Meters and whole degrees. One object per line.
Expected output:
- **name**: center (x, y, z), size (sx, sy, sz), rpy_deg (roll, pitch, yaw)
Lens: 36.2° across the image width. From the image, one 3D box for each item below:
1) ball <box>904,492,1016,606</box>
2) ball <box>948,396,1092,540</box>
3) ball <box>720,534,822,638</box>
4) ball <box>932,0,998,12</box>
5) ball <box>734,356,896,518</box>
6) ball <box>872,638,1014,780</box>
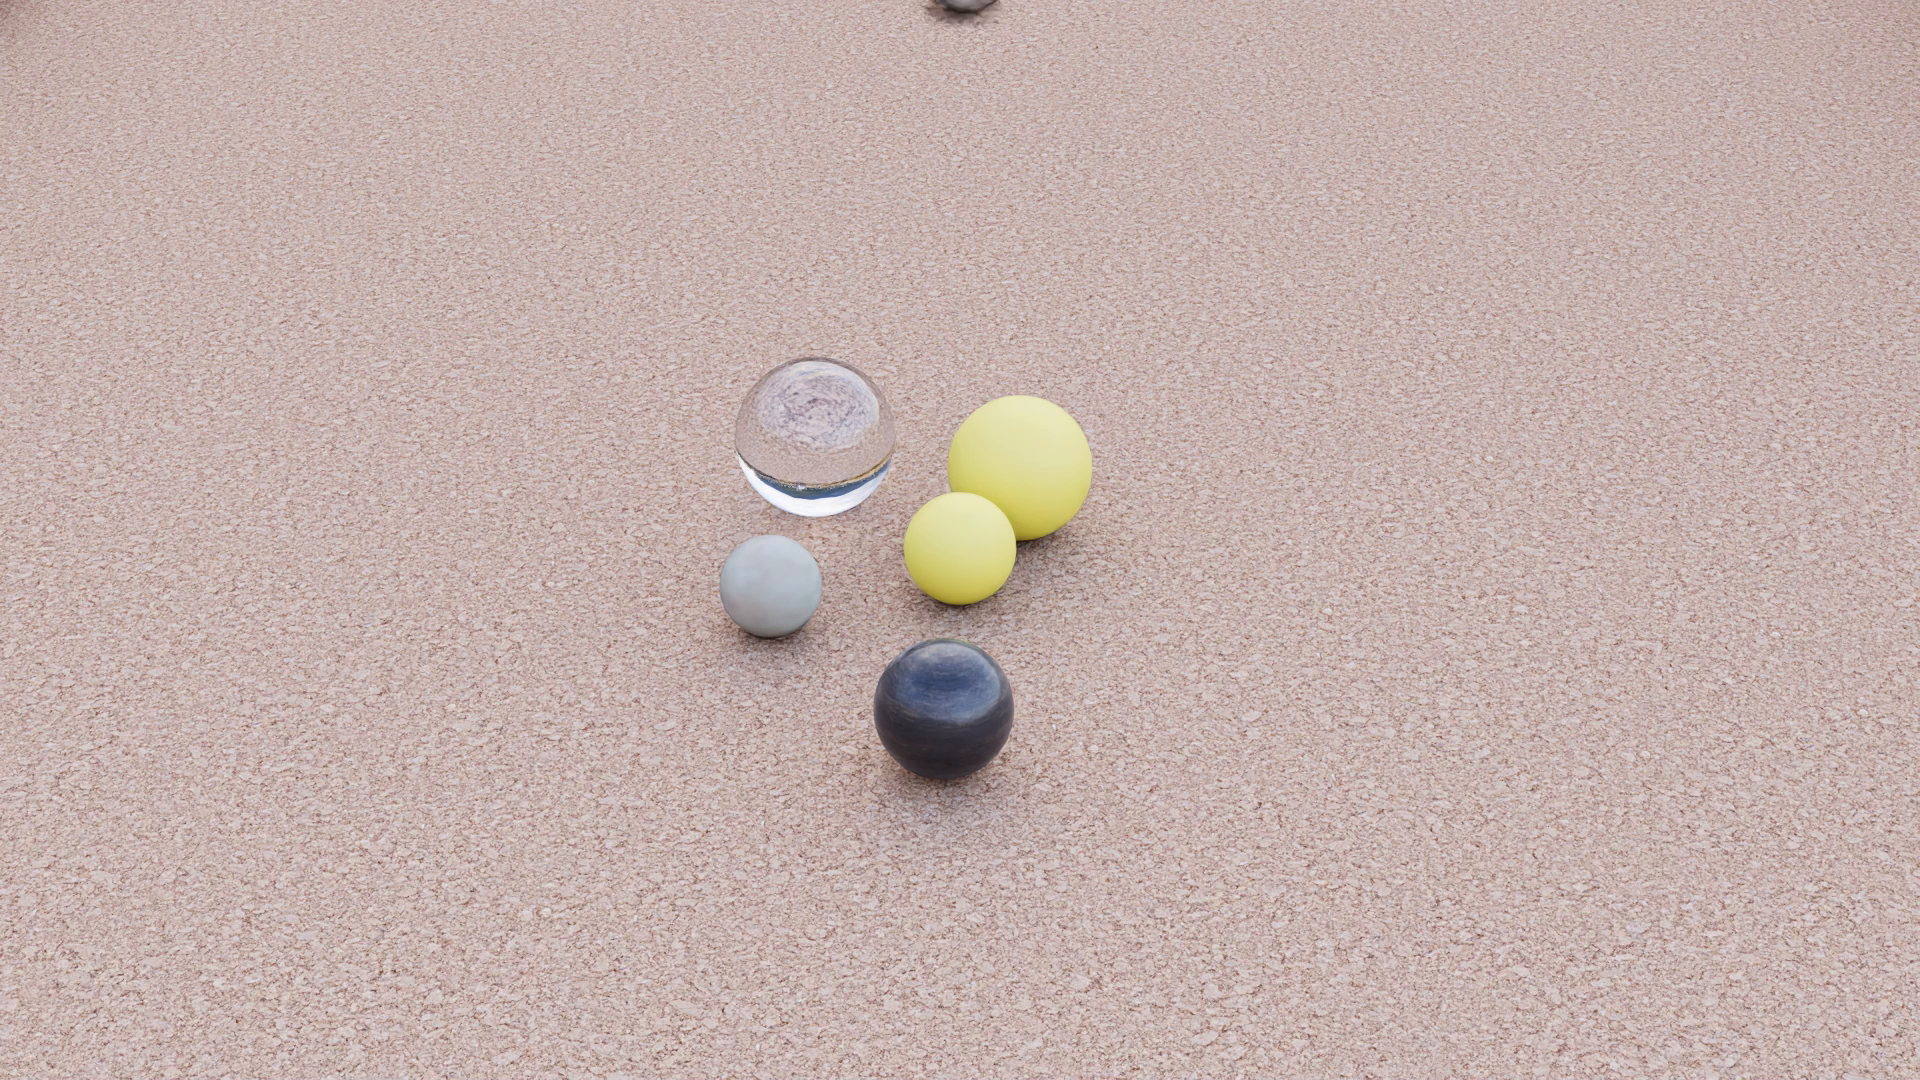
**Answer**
- **ball**: center (0.000, 0.005, 1.708), size (0.066, 0.066, 0.066), rpy_deg (0, 29, 0)
- **ball**: center (0.036, -0.043, 1.772), size (0.088, 0.088, 0.088), rpy_deg (0, 29, 0)
- **ball**: center (-0.108, 0.026, 1.677), size (0.059, 0.059, 0.059), rpy_deg (0, 29, 0)
- **ball**: center (0.004, -0.517, 2.620), size (0.093, 0.093, 0.093), rpy_deg (0, 29, 0)
- **ball**: center (-0.088, -0.063, 1.796), size (0.098, 0.098, 0.098), rpy_deg (0, 29, 0)
- **ball**: center (-0.009, 0.089, 1.548), size (0.075, 0.075, 0.075), rpy_deg (0, 29, 0)
